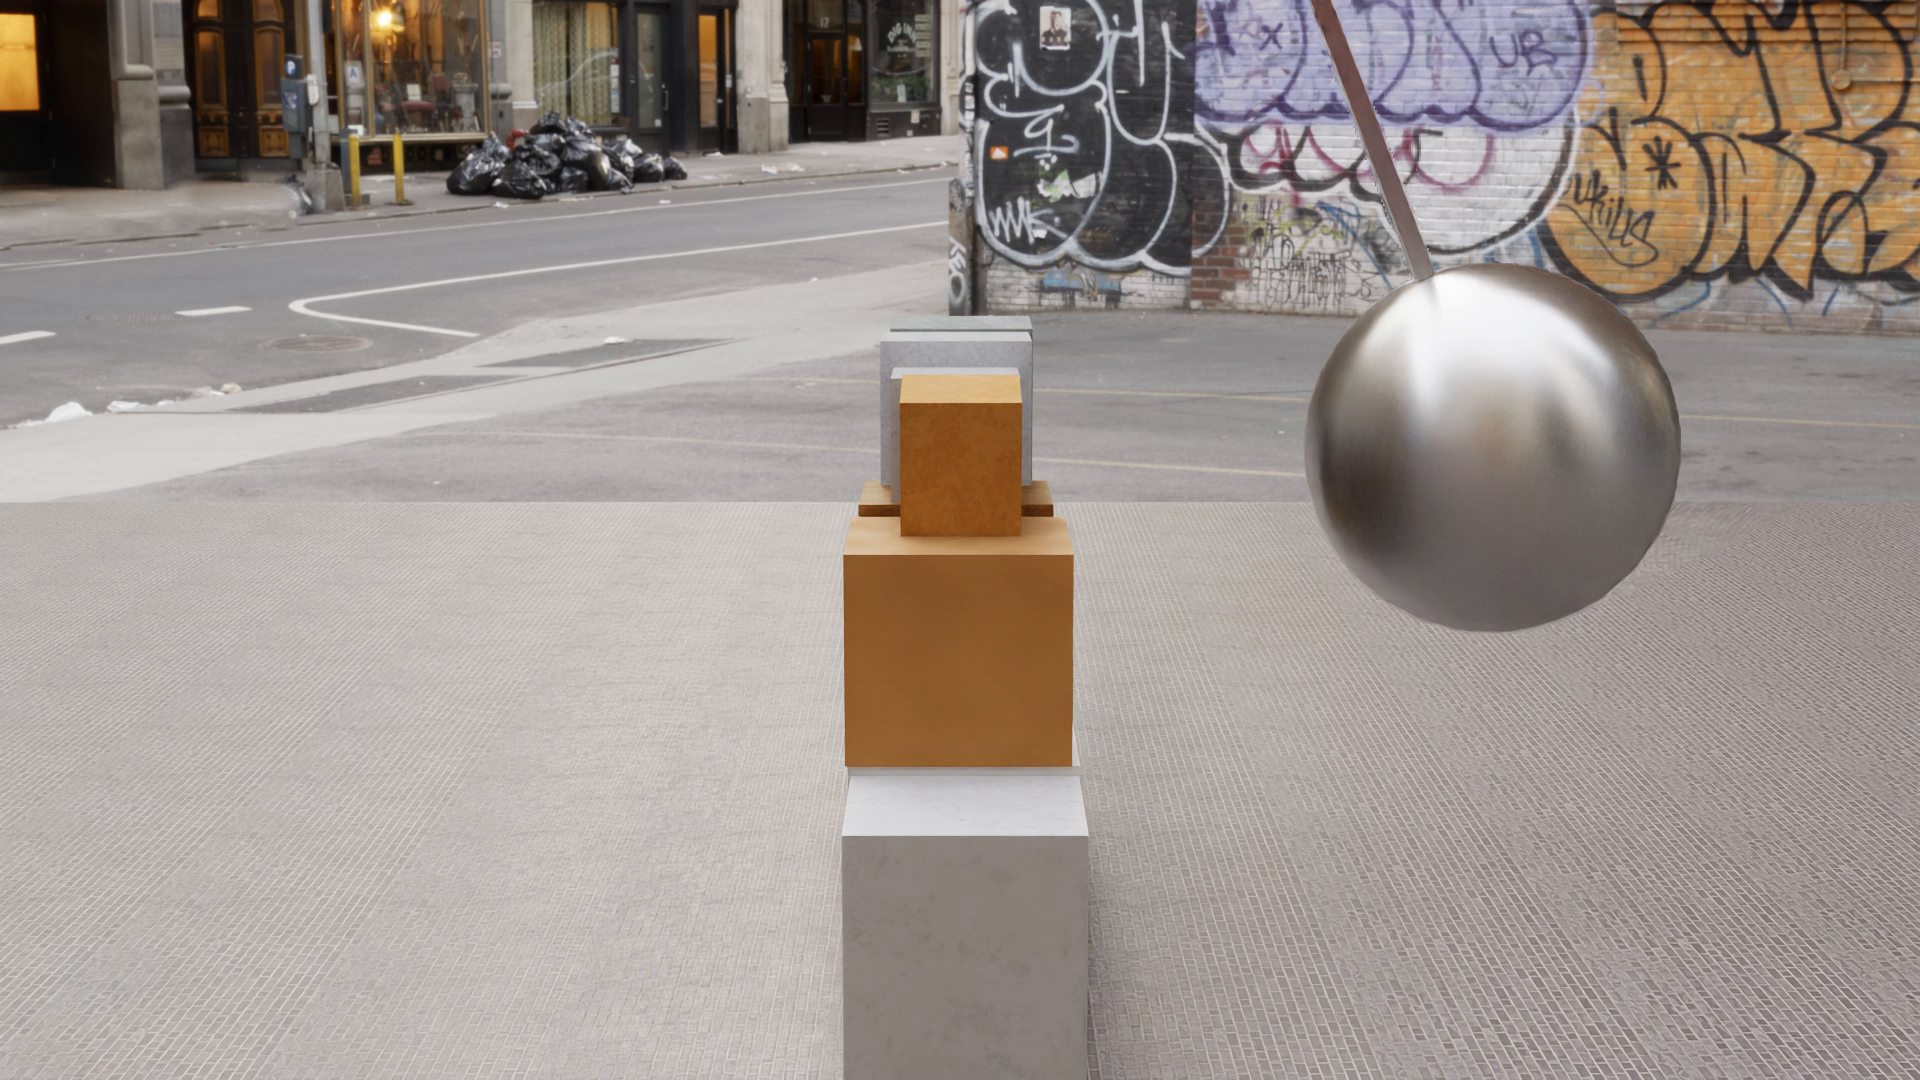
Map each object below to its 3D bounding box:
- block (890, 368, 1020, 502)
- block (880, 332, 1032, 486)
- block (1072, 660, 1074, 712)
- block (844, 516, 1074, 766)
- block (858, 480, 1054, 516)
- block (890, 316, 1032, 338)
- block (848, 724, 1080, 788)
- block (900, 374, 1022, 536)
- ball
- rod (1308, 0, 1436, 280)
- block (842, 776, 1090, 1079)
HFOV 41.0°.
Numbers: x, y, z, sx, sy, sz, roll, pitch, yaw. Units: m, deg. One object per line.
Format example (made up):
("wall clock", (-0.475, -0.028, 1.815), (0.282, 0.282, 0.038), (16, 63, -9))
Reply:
("block", (-0.018, -0.436, 10.500), (0.516, 0.499, 0.552), (0, 8, 0))
("block", (-0.017, -0.572, 11.050), (0.635, 0.608, 0.572), (0, 8, 0))
("block", (0.002, 0.923, 11.775), (0.991, 0.971, 0.895), (0, 10, 0))
("block", (-0.005, 0.374, 9.849), (0.843, 0.801, 0.816), (0, 10, 0))
("block", (-0.016, 0.217, 10.654), (0.777, 0.838, 0.777), (0, 8, 0))
("block", (0.006, -0.651, 12.198), (0.658, 0.769, 0.633), (0, 10, 0))
("block", (0.017, 1.230, 10.091), (0.860, 0.970, 0.968), (0, 10, 0))
("block", (0.003, -0.333, 9.928), (0.458, 0.518, 0.518), (0, 15, 0))
("ball", (2.295, -0.399, 11.108), (1.600, 1.600, 1.600), (0, 10, 0))
("rod", (0.994, -3.490, 10.546), (0.080, 5.200, 0.080), (-22, 10, 4))
("block", (0.018, 1.404, 9.237), (0.848, 0.933, 0.756), (0, 10, 0))
